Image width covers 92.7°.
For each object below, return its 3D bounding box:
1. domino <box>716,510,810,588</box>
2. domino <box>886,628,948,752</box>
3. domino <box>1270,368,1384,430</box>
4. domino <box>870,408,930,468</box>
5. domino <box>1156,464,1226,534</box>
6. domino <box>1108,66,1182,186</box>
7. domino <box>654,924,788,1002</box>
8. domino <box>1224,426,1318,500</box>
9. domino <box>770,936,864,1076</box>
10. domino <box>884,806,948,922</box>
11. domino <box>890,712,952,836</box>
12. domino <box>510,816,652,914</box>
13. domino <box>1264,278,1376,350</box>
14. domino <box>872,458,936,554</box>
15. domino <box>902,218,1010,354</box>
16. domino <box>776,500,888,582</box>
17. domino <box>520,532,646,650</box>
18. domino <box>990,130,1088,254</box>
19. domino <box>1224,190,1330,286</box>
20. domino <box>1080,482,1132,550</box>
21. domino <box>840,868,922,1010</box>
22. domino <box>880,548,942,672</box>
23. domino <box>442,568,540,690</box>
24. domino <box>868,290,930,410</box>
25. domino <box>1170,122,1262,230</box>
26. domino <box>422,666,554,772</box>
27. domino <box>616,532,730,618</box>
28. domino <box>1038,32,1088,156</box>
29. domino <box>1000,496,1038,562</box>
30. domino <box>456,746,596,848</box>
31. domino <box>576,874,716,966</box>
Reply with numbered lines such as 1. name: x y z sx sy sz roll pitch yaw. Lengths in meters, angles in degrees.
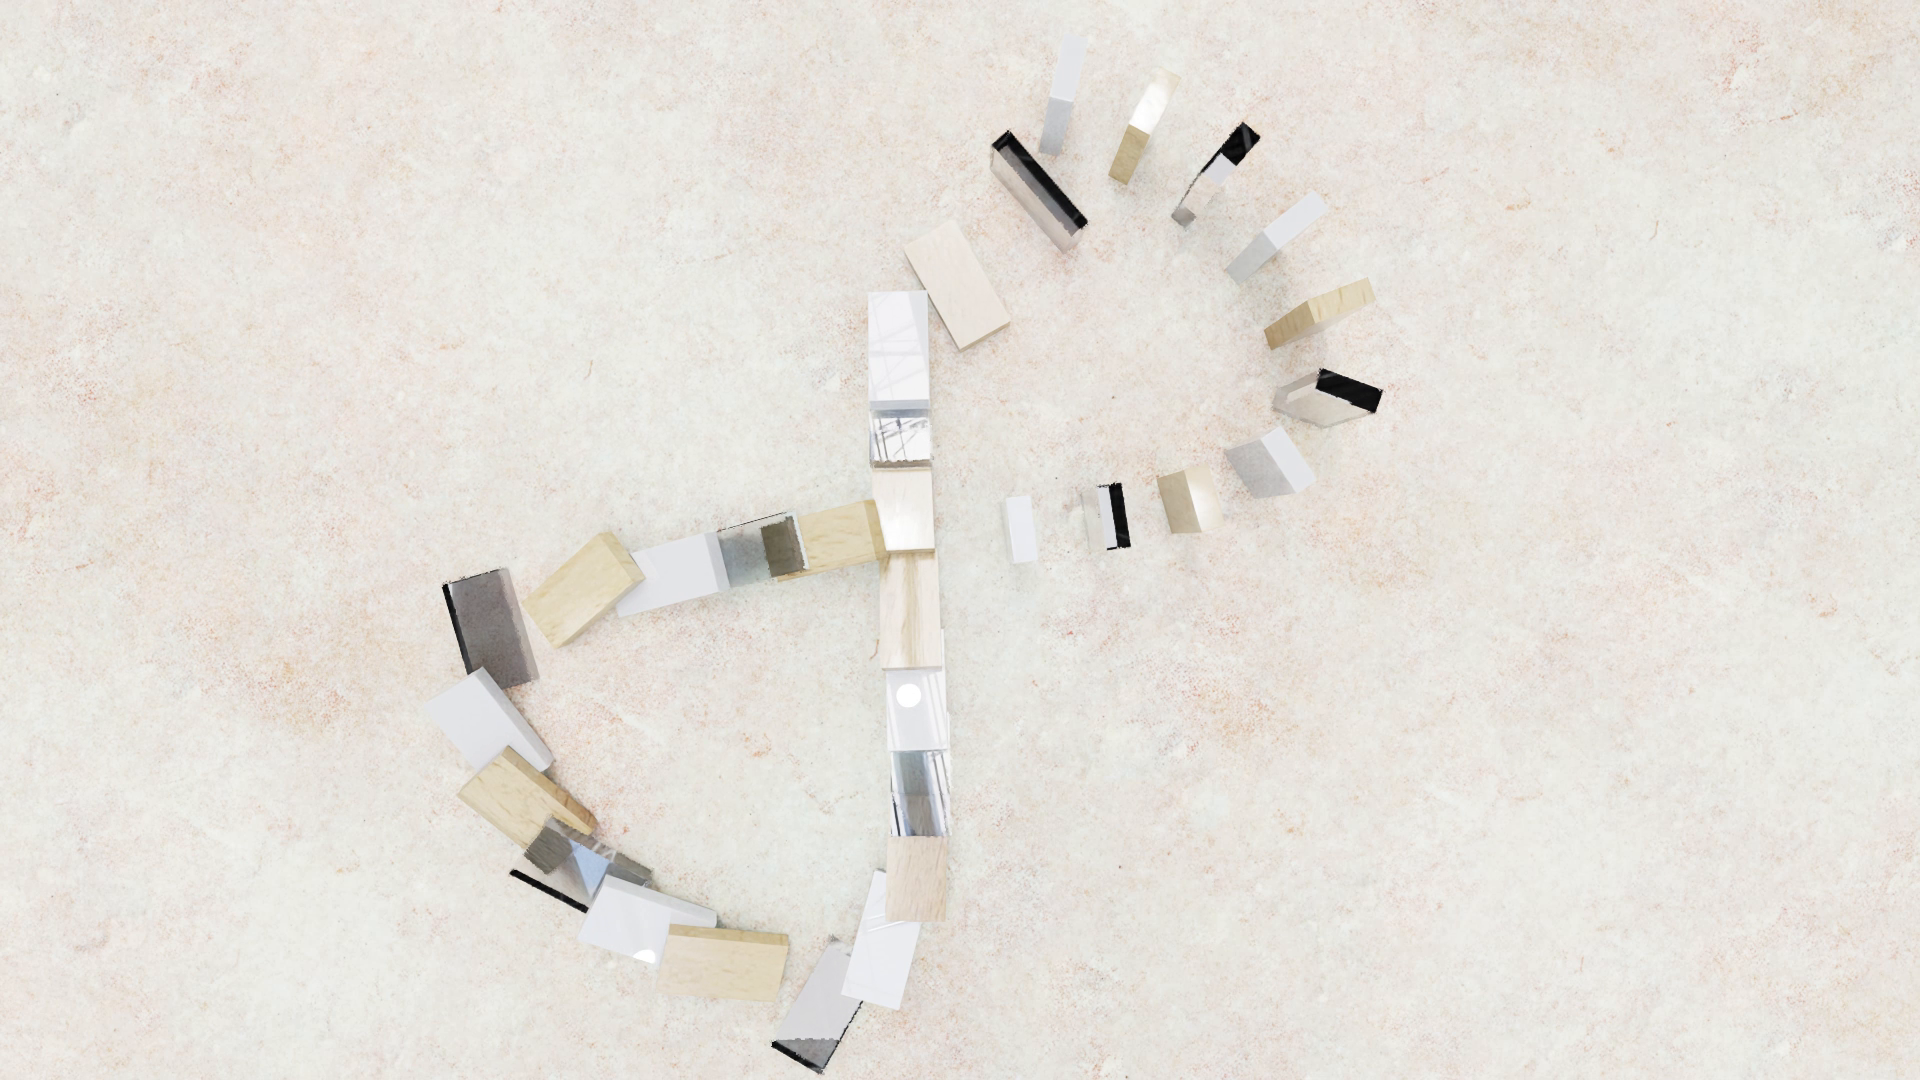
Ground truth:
1. domino: -0.090 0.006 0.388 0.050 0.009 0.025 -14 90 19
2. domino: -0.018 0.064 0.389 0.025 0.010 0.050 -2 74 0
3. domino: 0.149 -0.057 0.375 0.025 0.050 0.009 20 90 0
4. domino: -0.025 -0.056 0.389 0.025 0.009 0.050 -1 74 0
5. domino: 0.094 -0.016 0.375 0.010 0.050 0.025 -16 90 0
6. domino: 0.075 -0.168 0.375 0.010 0.050 0.025 28 90 0
7. domino: -0.101 0.179 0.388 0.050 0.009 0.025 13 92 -16
8. domino: 0.126 -0.031 0.375 0.010 0.050 0.025 -34 90 0
9. domino: -0.058 0.200 0.395 0.025 0.010 0.050 30 90 0
10. domino: -0.018 0.134 0.388 0.025 0.009 0.050 1 74 0
11. domino: -0.017 0.099 0.389 0.025 0.009 0.050 -1 74 0
12. domino: -0.160 0.141 0.388 0.050 0.009 0.025 37 90 -17
13. domino: 0.146 -0.092 0.375 0.025 0.050 0.010 -21 90 0
14. domino: -0.024 -0.020 0.391 0.025 0.009 0.050 -3 79 0
15. domino: -0.001 -0.109 0.395 0.025 0.010 0.050 -29 90 0
16. domino: -0.057 0.001 0.385 0.050 0.009 0.025 -13 90 25
17. domino: -0.160 0.022 0.388 0.050 0.009 0.025 -38 88 15
18. domino: 0.033 -0.146 0.388 0.009 0.025 0.050 -41 90 0
19. domino: 0.128 -0.122 0.375 0.025 0.050 0.010 -38 90 0
20. domino: 0.059 -0.009 0.375 0.010 0.050 0.025 -9 90 0
21. domino: -0.031 0.169 0.389 0.025 0.010 0.050 16 75 0
22. domino: -0.021 0.029 0.389 0.025 0.010 0.050 -2 74 0
23. domino: -0.202 0.040 0.395 0.025 0.010 0.050 -16 90 0
24. domino: -0.026 -0.080 0.386 0.025 0.010 0.050 -2 74 0
25. domino: 0.104 -0.148 0.375 0.010 0.050 0.025 40 90 0
26. domino: -0.199 0.082 0.389 0.025 0.009 0.050 -31 105 0
27. domino: -0.124 0.015 0.388 0.050 0.009 0.025 -14 90 17
28. domino: 0.042 -0.181 0.375 0.009 0.050 0.025 13 90 0
29. domino: 0.024 -0.004 0.375 0.010 0.050 0.025 -8 90 0
30. domino: -0.183 0.114 0.388 0.025 0.009 0.050 -42 107 0
31. domino: -0.132 0.163 0.388 0.050 0.010 0.025 27 90 -16
